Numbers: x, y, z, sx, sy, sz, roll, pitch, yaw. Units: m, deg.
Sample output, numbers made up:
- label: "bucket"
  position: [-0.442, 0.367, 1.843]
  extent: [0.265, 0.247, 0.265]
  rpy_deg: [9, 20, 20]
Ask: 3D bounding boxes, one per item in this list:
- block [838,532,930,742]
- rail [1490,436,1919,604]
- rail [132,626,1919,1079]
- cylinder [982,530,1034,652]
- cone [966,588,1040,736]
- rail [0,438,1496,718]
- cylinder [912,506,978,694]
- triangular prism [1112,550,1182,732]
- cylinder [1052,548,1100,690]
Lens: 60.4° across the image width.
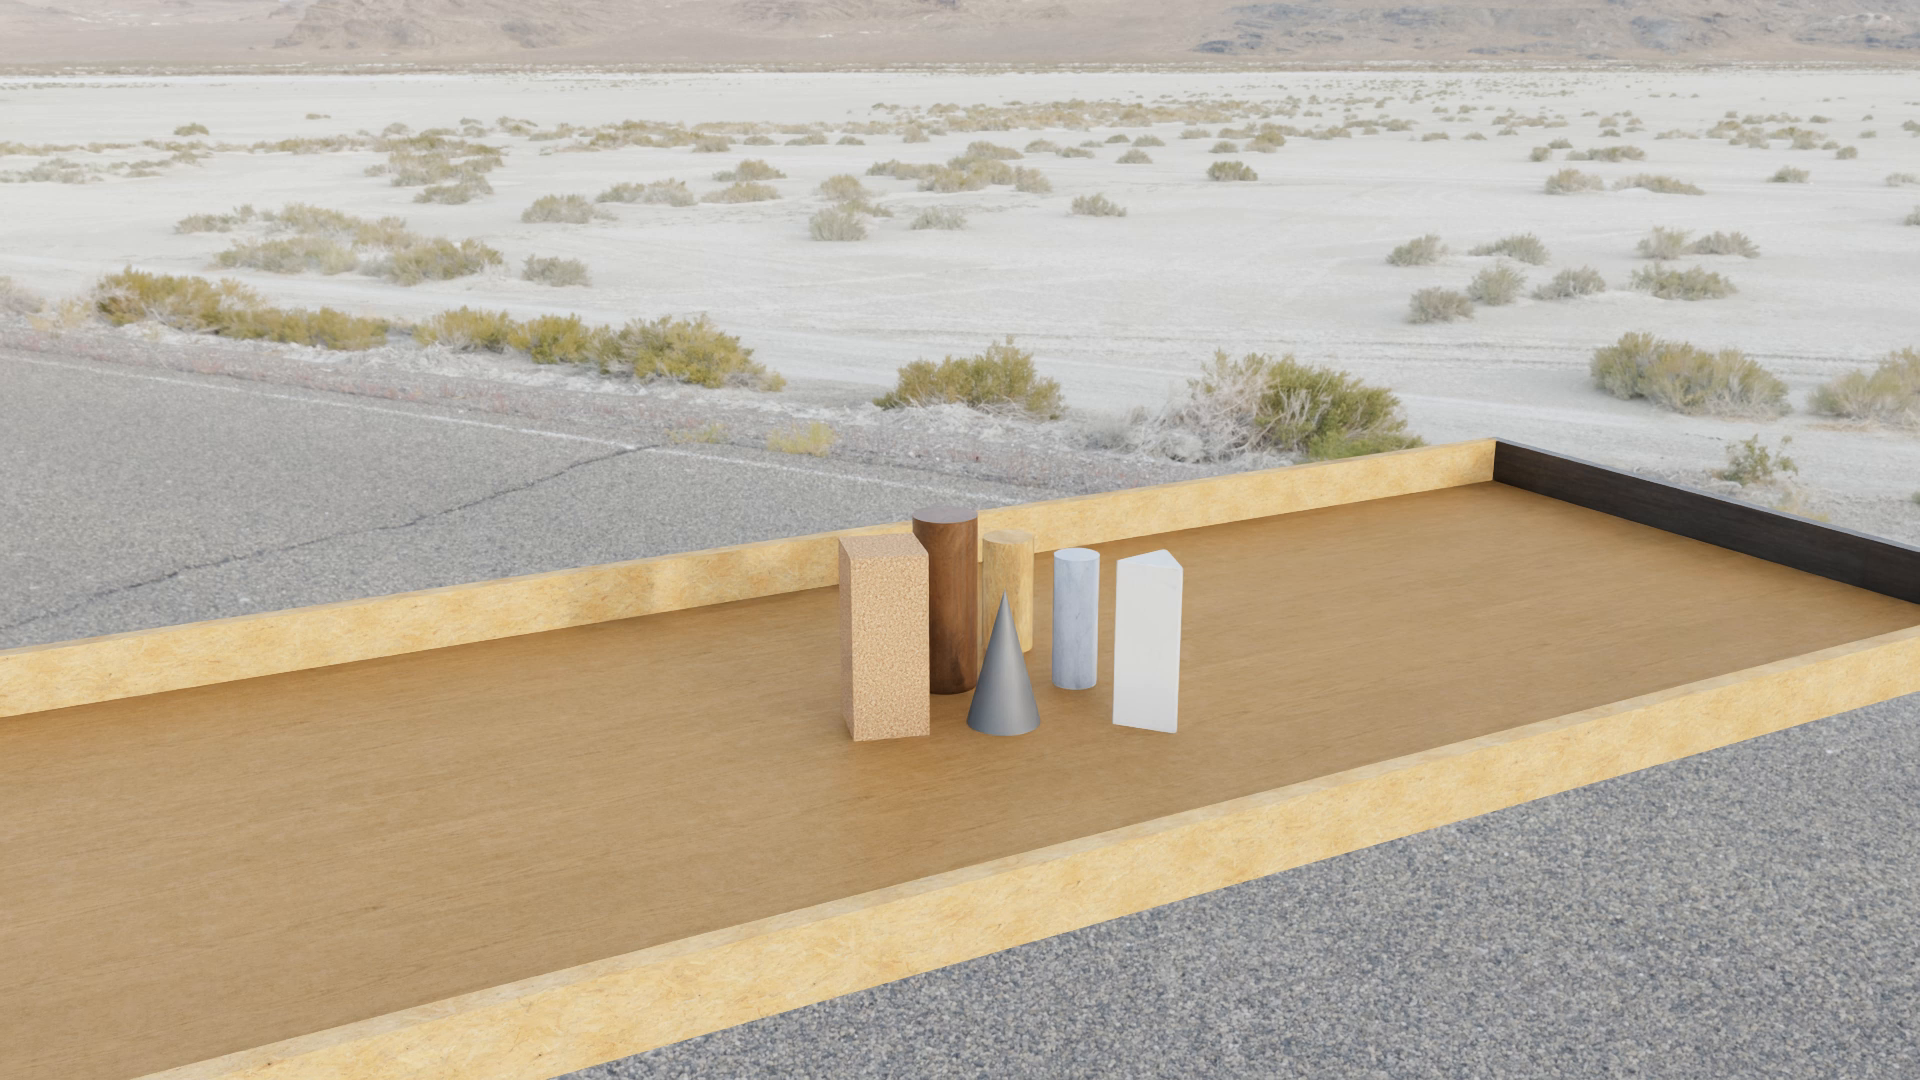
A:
- label: "block"
  position: [-0.176, 0.222, 3.822]
  extent: [0.177, 0.438, 0.177]
  rpy_deg: [-4, 17, -12]
- label: "rail"
  position: [2.466, -0.048, 5.253]
  extent: [0.050, 0.150, 2.100]
  rpy_deg: [-9, 18, -27]
- label: "rail"
  position: [-2.336, 1.006, 1.665]
  extent: [12.000, 0.150, 0.050]
  rpy_deg: [-9, 18, -27]
- label: "cylinder"
  position: [0.127, 0.136, 4.356]
  extent: [0.136, 0.302, 0.136]
  rpy_deg: [0, 16, 0]
- label: "cone"
  position: [0.103, 0.269, 3.852]
  extent: [0.176, 0.331, 0.176]
  rpy_deg: [0, 16, 0]
- label: "rail"
  position: [-3.305, 0.497, 3.399]
  extent: [12.000, 0.150, 0.050]
  rpy_deg: [-9, 18, -27]
- label: "cylinder"
  position: [-0.036, 0.148, 4.074]
  extent: [0.161, 0.439, 0.161]
  rpy_deg: [0, 16, 0]
- label: "triangular prism"
  position: [0.455, 0.231, 3.861]
  extent: [0.153, 0.400, 0.132]
  rpy_deg: [7, 18, 21]
- label: "cylinder"
  position: [0.287, 0.195, 4.099]
  extent: [0.113, 0.334, 0.113]
  rpy_deg: [0, 16, 0]
